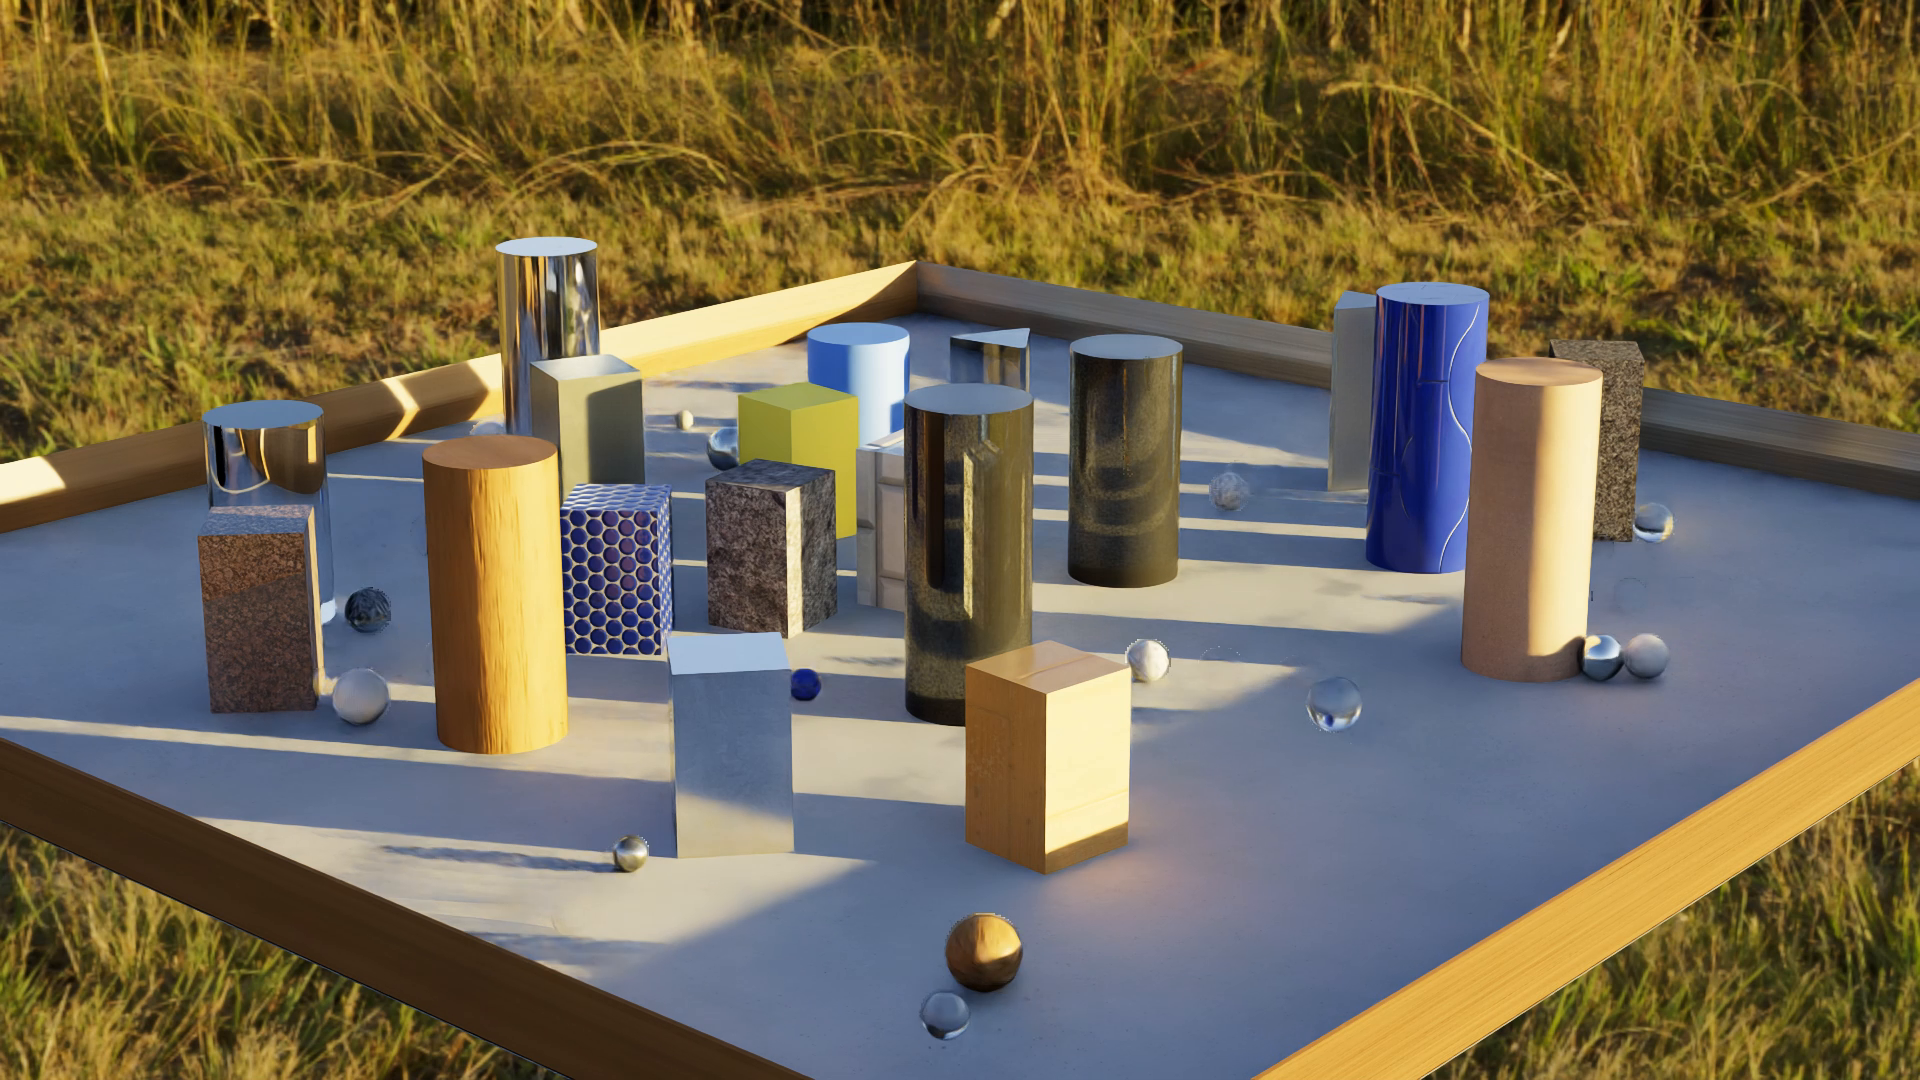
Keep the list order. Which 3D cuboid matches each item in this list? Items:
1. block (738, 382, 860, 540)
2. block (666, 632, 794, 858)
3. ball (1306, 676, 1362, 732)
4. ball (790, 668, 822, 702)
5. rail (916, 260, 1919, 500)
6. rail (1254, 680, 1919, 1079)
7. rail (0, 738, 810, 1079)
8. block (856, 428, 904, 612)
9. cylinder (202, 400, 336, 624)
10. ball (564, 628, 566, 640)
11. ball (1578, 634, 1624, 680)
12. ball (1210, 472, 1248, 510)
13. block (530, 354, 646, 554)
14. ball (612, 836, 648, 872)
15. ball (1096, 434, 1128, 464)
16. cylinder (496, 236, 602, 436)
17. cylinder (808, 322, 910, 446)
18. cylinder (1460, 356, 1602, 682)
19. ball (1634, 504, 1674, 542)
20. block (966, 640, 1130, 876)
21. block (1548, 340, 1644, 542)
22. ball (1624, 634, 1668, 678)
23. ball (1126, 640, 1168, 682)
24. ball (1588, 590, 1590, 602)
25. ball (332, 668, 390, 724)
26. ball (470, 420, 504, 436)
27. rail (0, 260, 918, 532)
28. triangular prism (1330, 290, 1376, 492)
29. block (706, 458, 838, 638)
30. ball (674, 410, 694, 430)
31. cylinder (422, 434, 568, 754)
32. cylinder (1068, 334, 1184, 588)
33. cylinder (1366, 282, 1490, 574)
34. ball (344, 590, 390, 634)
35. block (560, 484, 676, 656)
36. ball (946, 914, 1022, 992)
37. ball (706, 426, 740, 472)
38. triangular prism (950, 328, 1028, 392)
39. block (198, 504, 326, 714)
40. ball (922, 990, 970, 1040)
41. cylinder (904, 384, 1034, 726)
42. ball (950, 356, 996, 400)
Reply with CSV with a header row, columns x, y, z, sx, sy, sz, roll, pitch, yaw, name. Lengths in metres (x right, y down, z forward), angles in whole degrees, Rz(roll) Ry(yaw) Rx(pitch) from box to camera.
x,y,z,sx,sy,sz,roll,pitch,yaw,name
-0.300,-0.141,5.464,0.159,0.264,0.159,-14,22,-39,block
-0.319,0.282,4.056,0.159,0.267,0.159,-2,17,-8,block
0.572,0.250,4.477,0.085,0.085,0.085,0,17,0,ball
-0.244,0.227,4.607,0.053,0.053,0.053,0,17,0,ball
1.085,-0.328,6.316,3.204,0.129,0.045,14,22,39,rail
1.192,0.331,4.129,0.045,0.129,3.356,14,22,39,rail
-1.085,0.393,3.924,3.204,0.129,0.045,14,22,39,rail
-0.070,-0.031,5.077,0.159,0.278,0.159,10,19,29,block
-1.170,-0.041,4.974,0.199,0.356,0.199,0,17,0,cylinder
-0.684,0.153,4.805,0.075,0.075,0.075,0,17,0,ball
1.028,0.188,4.702,0.074,0.074,0.074,0,17,0,ball
0.518,-0.093,5.637,0.072,0.072,0.072,0,17,0,ball
-0.685,-0.158,5.404,0.159,0.331,0.159,-8,19,-26,block
-0.446,0.424,3.964,0.047,0.047,0.047,0,17,0,ball
0.309,-0.185,5.958,0.064,0.064,0.064,0,17,0,ball
-0.813,-0.356,5.834,0.199,0.463,0.199,0,17,0,cylinder
-0.198,-0.251,5.745,0.199,0.314,0.199,0,17,0,cylinder
0.918,-0.034,4.720,0.199,0.489,0.199,0,17,0,cylinder
1.284,-0.031,5.431,0.074,0.074,0.074,0,17,0,ball
0.120,0.296,4.023,0.159,0.259,0.159,-15,22,-40,block
1.178,-0.187,5.475,0.159,0.346,0.159,2,17,7,block
1.102,0.188,4.709,0.071,0.071,0.071,0,17,0,ball
0.300,0.194,4.695,0.067,0.067,0.067,0,17,0,ball
1.060,0.097,5.048,0.049,0.049,0.049,0,17,0,ball
-0.921,0.240,4.508,0.087,0.087,0.087,0,17,0,ball
-0.948,-0.196,5.944,0.092,0.092,0.092,0,17,0,ball
-1.192,-0.266,6.111,0.045,0.129,3.356,14,22,39,rail
0.788,-0.299,5.809,0.172,0.367,0.149,-5,17,-16,triangular prism
-0.319,0.013,4.970,0.159,0.255,0.159,9,19,27,block
-0.587,-0.255,6.229,0.041,0.041,0.041,0,17,0,ball
-0.699,0.081,4.420,0.199,0.443,0.199,0,17,0,cylinder
0.292,-0.141,5.206,0.199,0.414,0.199,0,17,0,cylinder
0.839,-0.203,5.275,0.199,0.492,0.199,0,17,0,cylinder
-0.997,0.120,4.928,0.074,0.074,0.074,0,17,0,ball
-0.567,0.048,4.869,0.159,0.247,0.159,1,17,3,block
0.029,0.508,3.604,0.095,0.095,0.095,0,17,0,ball
-0.460,-0.181,5.891,0.096,0.096,0.096,0,17,0,ball
0.092,-0.253,5.765,0.172,0.306,0.149,11,20,33,triangular prism
-1.093,0.107,4.600,0.159,0.289,0.159,-2,17,-6,block
-0.017,0.564,3.480,0.058,0.058,0.058,0,17,0,ball
0.013,0.022,4.525,0.199,0.494,0.199,0,17,0,cylinder
0.030,-0.358,6.471,0.099,0.099,0.099,0,17,0,ball
